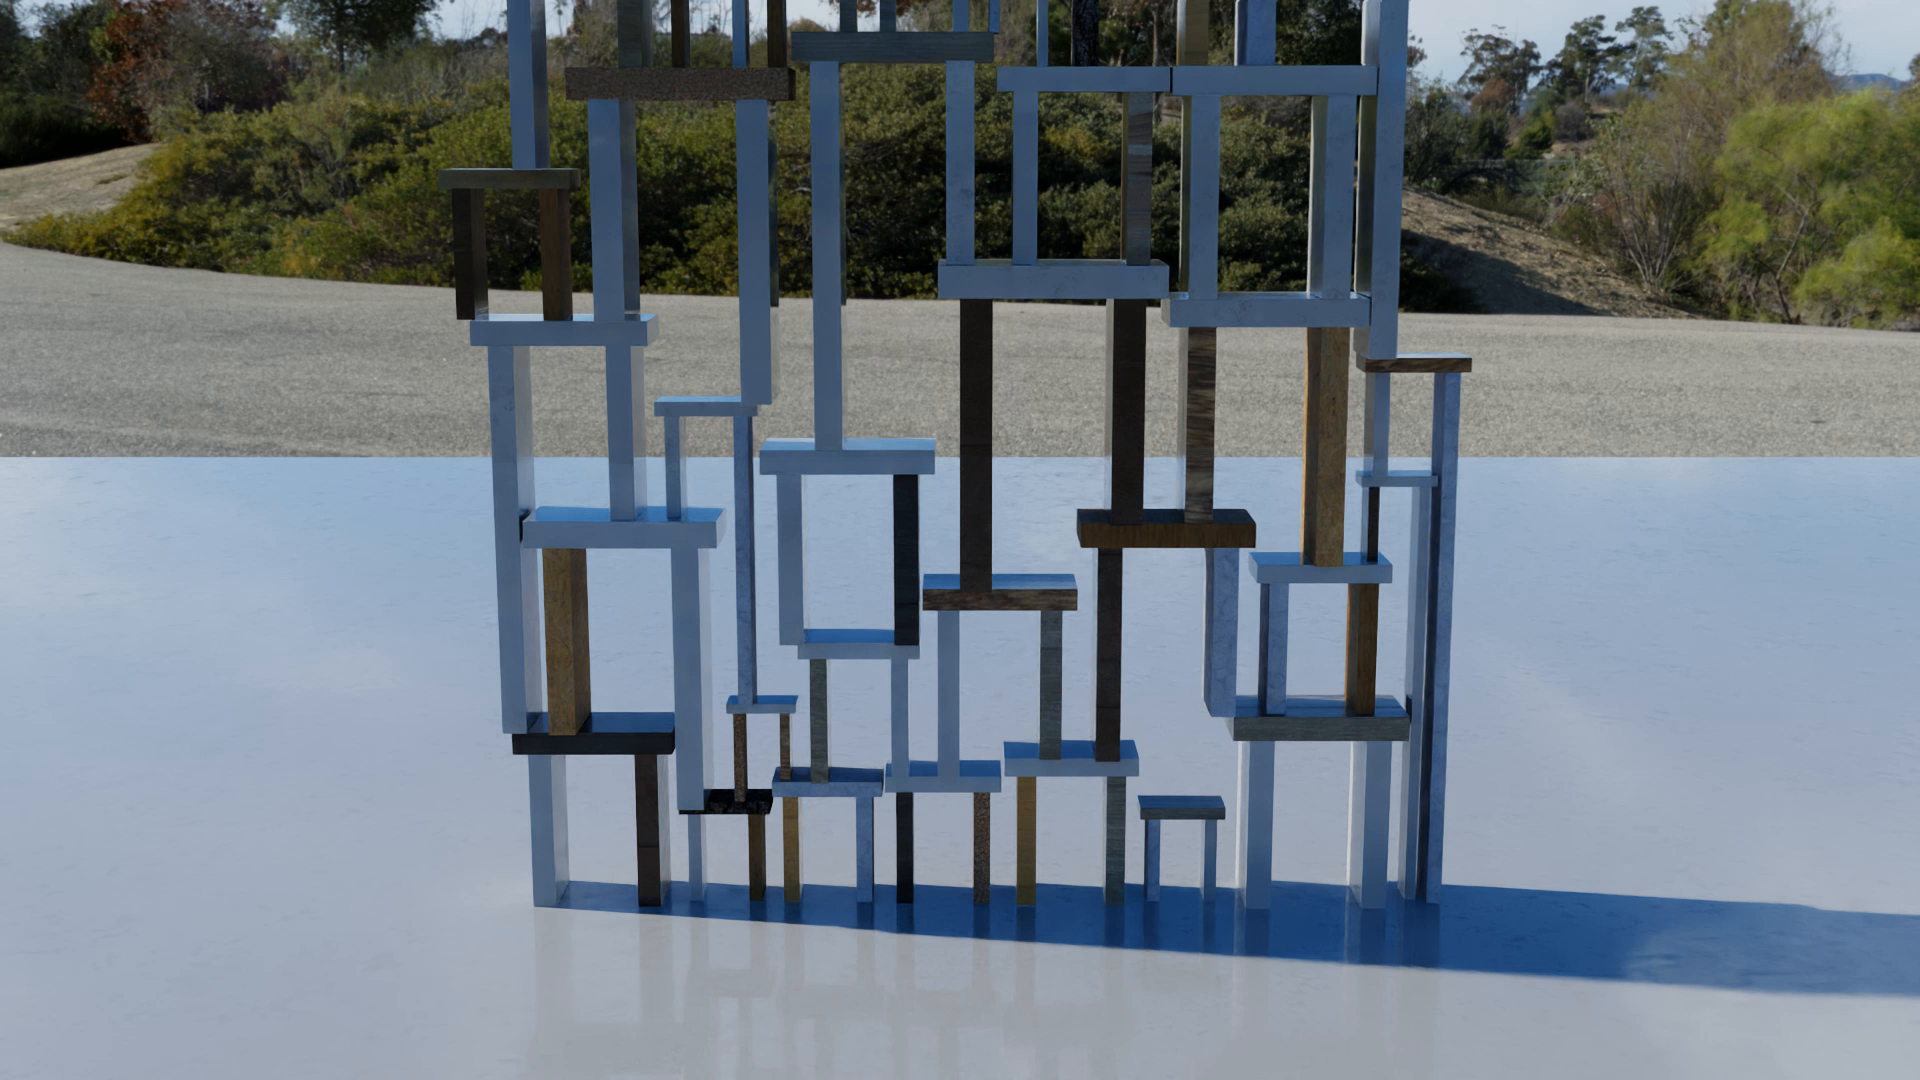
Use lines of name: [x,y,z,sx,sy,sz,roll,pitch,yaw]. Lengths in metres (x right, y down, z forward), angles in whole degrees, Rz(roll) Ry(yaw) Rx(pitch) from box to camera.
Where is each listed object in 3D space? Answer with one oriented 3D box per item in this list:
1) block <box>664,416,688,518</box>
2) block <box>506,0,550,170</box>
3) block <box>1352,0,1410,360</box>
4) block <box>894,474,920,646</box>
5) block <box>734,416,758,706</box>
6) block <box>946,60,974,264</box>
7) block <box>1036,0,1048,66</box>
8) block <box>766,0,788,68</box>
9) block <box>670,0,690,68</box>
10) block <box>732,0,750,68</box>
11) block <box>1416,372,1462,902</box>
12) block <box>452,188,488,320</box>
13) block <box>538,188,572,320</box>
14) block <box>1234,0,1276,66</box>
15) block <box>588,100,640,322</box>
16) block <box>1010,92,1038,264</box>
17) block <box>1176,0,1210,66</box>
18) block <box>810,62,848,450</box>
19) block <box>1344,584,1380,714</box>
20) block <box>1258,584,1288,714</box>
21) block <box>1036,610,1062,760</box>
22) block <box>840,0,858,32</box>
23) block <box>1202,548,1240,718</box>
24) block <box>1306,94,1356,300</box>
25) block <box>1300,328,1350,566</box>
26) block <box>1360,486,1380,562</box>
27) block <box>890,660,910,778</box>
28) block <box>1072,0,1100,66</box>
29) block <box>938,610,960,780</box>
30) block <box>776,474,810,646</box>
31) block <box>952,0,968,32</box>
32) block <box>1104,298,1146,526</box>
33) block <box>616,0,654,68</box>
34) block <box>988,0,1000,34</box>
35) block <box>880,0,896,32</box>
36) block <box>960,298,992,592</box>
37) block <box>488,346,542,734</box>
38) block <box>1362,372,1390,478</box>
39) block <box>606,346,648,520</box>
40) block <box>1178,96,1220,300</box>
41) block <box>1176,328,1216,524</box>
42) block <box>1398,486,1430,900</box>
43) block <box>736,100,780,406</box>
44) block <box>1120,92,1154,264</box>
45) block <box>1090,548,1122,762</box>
block: [-0.456,-0.123,3.532,0.023,0.163,0.081,0,11,0]
block: [-0.672,-0.781,3.414,0.036,0.406,0.126,0,11,0]
block: [0.660,-0.666,3.440,0.043,0.753,0.152,0,11,0]
block: [-0.085,0.020,3.560,0.039,0.276,0.138,0,11,0]
block: [-0.347,0.029,3.560,0.023,0.472,0.081,0,11,0]
block: [0.000,-0.592,3.452,0.044,0.309,0.154,0,11,0]
block: [0.128,-0.817,3.411,0.016,0.164,0.056,0,11,0]
block: [-0.283,-0.841,3.398,0.024,0.221,0.084,0,11,0]
block: [-0.433,-0.802,3.408,0.020,0.140,0.070,0,11,0]
block: [-0.340,-0.802,3.408,0.020,0.140,0.070,0,11,0]
block: [0.779,0.160,3.586,0.024,0.876,0.084,0,11,0]
block: [-0.775,-0.454,3.480,0.029,0.203,0.102,0,11,0]
block: [-0.639,-0.454,3.480,0.029,0.203,0.102,0,11,0]
block: [0.457,-0.887,3.398,0.043,0.304,0.152,0,11,0]
block: [-0.544,-0.520,3.463,0.048,0.338,0.169,0,11,0]
block: [0.101,-0.569,3.451,0.037,0.264,0.132,0,11,0]
block: [0.361,-0.860,3.398,0.036,0.253,0.126,0,11,0]
block: [-0.206,-0.449,3.477,0.044,0.598,0.154,0,11,0]
block: [0.655,0.166,3.589,0.031,0.216,0.108,0,11,0]
block: [0.511,0.166,3.589,0.031,0.216,0.108,0,11,0]
block: [0.146,0.223,3.600,0.035,0.248,0.124,0,11,0]
block: [-0.173,-0.867,3.391,0.024,0.167,0.084,0,11,0]
block: [0.423,0.136,3.581,0.039,0.277,0.139,0,11,0]
block: [0.583,-0.540,3.456,0.044,0.310,0.155,0,11,0]
block: [0.586,-0.159,3.534,0.044,0.380,0.155,0,11,0]
block: [0.663,-0.031,3.555,0.017,0.121,0.061,0,11,0]
block: [-0.098,0.280,3.611,0.028,0.197,0.099,0,11,0]
block: [0.193,-0.860,3.397,0.036,0.254,0.126,0,11,0]
block: [-0.018,0.239,3.603,0.035,0.280,0.124,0,11,0]
block: [-0.269,0.020,3.560,0.039,0.276,0.138,0,11,0]
block: [0.001,-0.868,3.394,0.024,0.168,0.084,0,11,-1]
block: [0.263,-0.214,3.516,0.050,0.356,0.178,0,11,0]
block: [-0.504,-0.857,3.400,0.036,0.252,0.126,0,11,0]
block: [0.053,-0.843,3.409,0.016,0.112,0.056,0,11,-1]
block: [-0.112,-0.868,3.394,0.024,0.168,0.084,0,11,-1]
block: [0.025,-0.161,3.525,0.050,0.464,0.178,0,11,0]
block: [-0.718,-0.008,3.559,0.039,0.626,0.138,0,11,0]
block: [0.667,-0.189,3.522,0.024,0.167,0.084,0,11,0]
block: [-0.534,-0.179,3.527,0.039,0.276,0.138,0,11,0]
block: [0.376,-0.540,3.456,0.044,0.310,0.155,0,11,0]
block: [0.378,-0.193,3.528,0.044,0.311,0.155,0,11,0]
block: [0.744,0.249,3.608,0.017,0.692,0.061,0,10,0]
block: [-0.318,-0.456,3.475,0.048,0.468,0.169,0,11,0]
block: [0.277,-0.568,3.451,0.037,0.264,0.132,0,11,0]
block: [0.239,0.173,3.587,0.039,0.351,0.139,0,11,0]
